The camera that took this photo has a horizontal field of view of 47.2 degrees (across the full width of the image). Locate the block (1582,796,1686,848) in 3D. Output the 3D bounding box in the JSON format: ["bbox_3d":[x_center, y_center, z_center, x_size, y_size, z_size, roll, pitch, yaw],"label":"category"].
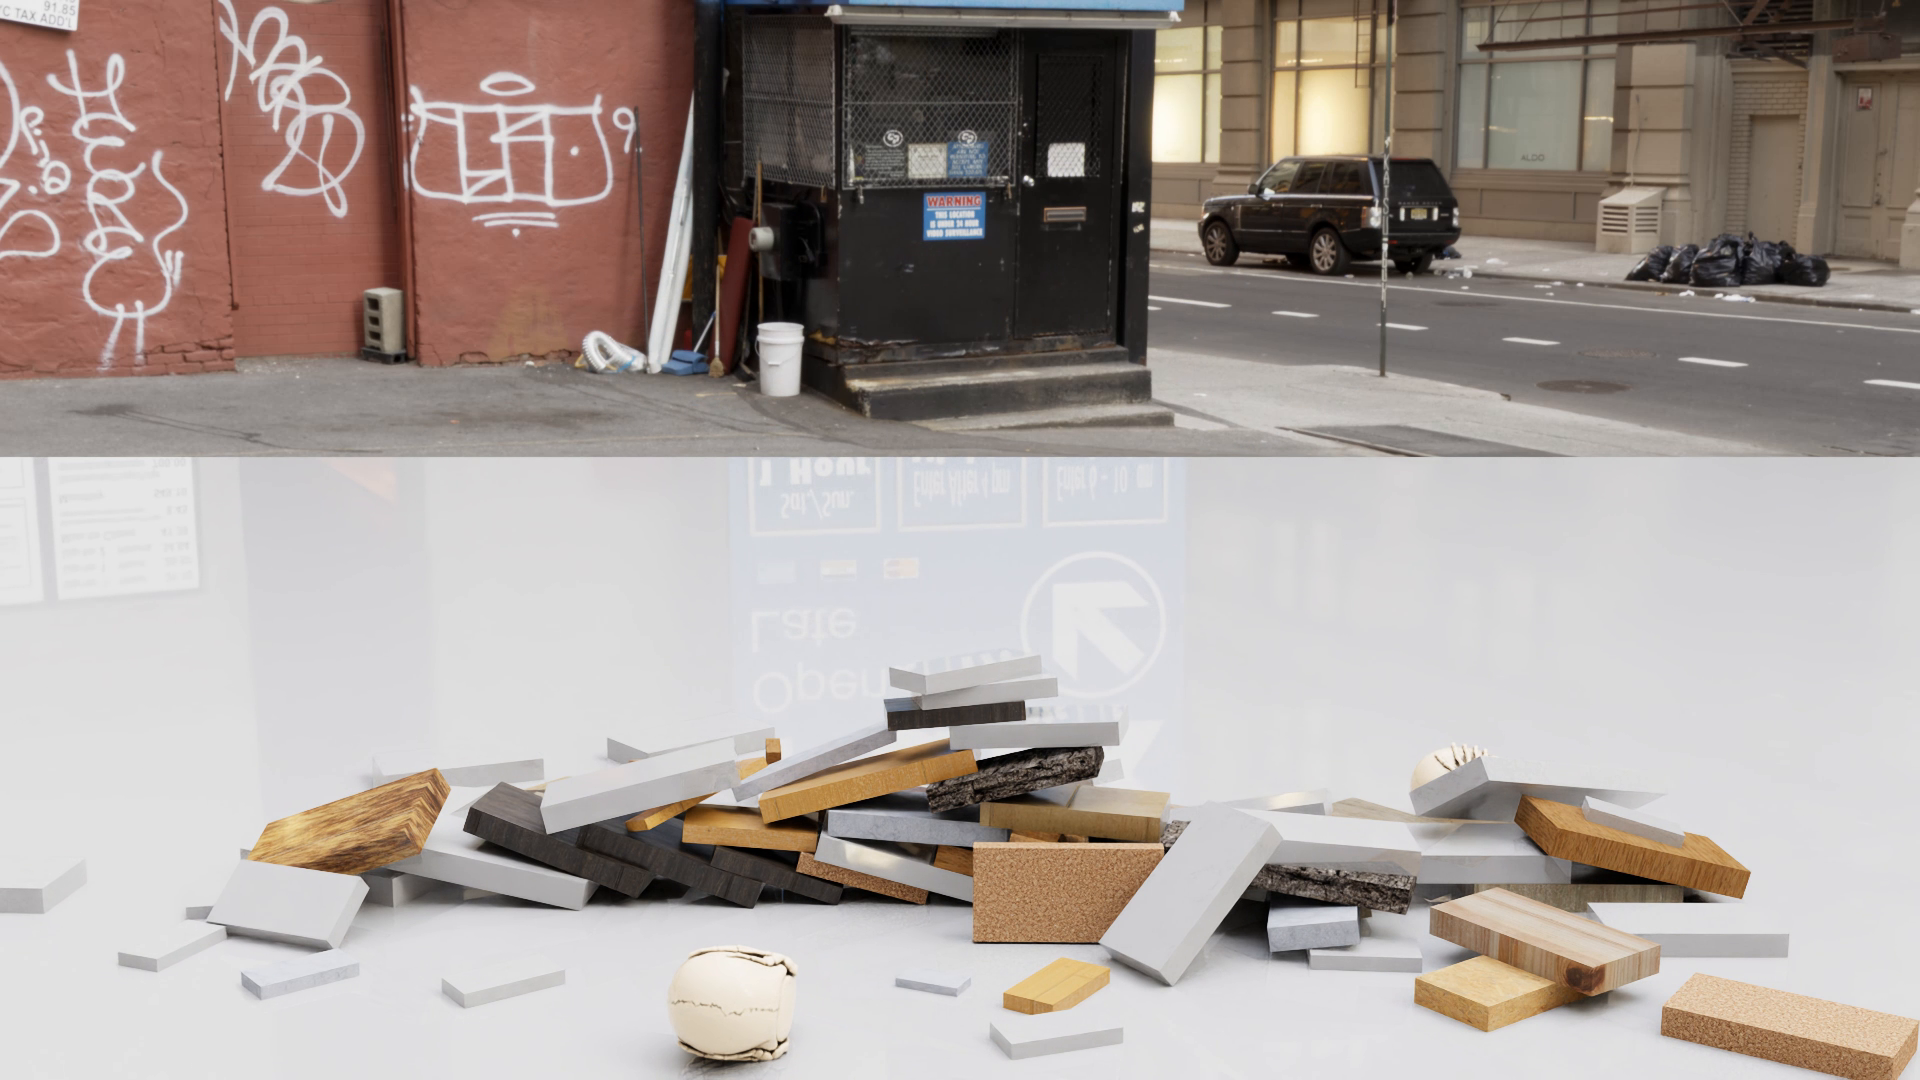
[{"bbox_3d":[1.115,0.467,3.645,0.158,0.022,0.079,16,10,8],"label":"block"}]

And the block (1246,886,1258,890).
[{"bbox_3d":[0.510,0.536,3.655,0.079,0.022,0.318,-7,1,28],"label":"block"}]

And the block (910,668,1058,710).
[{"bbox_3d":[0.039,0.243,3.620,0.225,0.032,0.113,-5,7,-10],"label":"block"}]

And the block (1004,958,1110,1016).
[{"bbox_3d":[0.143,0.659,3.235,0.084,0.024,0.167,7,12,32],"label":"block"}]

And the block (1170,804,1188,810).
[{"bbox_3d":[0.283,0.505,4.026,0.265,0.037,0.132,7,12,31],"label":"block"}]

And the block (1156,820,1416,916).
[{"bbox_3d":[0.517,0.517,3.491,0.399,0.041,0.145,8,11,16],"label":"block"}]

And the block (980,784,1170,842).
[{"bbox_3d":[0.189,0.438,3.578,0.290,0.041,0.145,4,10,12],"label":"block"}]

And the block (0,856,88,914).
[{"bbox_3d":[-1.636,0.571,3.655,0.307,0.043,0.153,1,11,4],"label":"block"}]

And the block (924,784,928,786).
[{"bbox_3d":[-0.134,0.441,4.069,0.347,0.025,0.089,3,-8,-9],"label":"block"}]

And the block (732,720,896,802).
[{"bbox_3d":[-0.243,0.369,3.695,0.285,0.026,0.090,-21,6,0],"label":"block"}]

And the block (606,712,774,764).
[{"bbox_3d":[-0.549,0.414,4.499,0.307,0.043,0.153,-9,14,-39],"label":"block"}]

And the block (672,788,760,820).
[{"bbox_3d":[-0.514,0.463,3.849,0.321,0.046,0.161,1,13,-4],"label":"block"}]

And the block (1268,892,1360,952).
[{"bbox_3d":[0.563,0.580,3.481,0.136,0.039,0.273,-7,8,12],"label":"block"}]

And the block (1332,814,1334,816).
[{"bbox_3d":[0.560,0.495,3.761,0.148,0.042,0.297,-8,1,-2],"label":"block"}]

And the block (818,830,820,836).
[{"bbox_3d":[-0.179,0.517,3.913,0.074,0.021,0.221,-7,-2,44],"label":"block"}]

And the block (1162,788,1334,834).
[{"bbox_3d":[0.474,0.466,3.684,0.288,0.041,0.144,-10,1,14],"label":"block"}]

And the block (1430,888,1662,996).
[{"bbox_3d":[0.872,0.598,3.295,0.153,0.043,0.307,-7,13,-35],"label":"block"}]

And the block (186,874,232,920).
[{"bbox_3d":[-1.222,0.587,3.624,0.076,0.022,0.152,-2,11,-9],"label":"block"}]

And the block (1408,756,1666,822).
[{"bbox_3d":[1.005,0.438,3.797,0.555,0.043,0.153,9,-34,-42],"label":"block"}]

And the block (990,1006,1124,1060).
[{"bbox_3d":[0.135,0.688,3.075,0.167,0.024,0.084,-4,11,-20],"label":"block"}]

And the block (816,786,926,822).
[{"bbox_3d":[-0.090,0.480,3.905,0.452,0.046,0.161,10,10,-6],"label":"block"}]

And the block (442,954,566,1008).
[{"bbox_3d":[-0.677,0.654,3.264,0.161,0.023,0.081,-8,13,-36],"label":"block"}]

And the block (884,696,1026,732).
[{"bbox_3d":[-0.010,0.279,3.616,0.225,0.032,0.113,-4,7,-5],"label":"block"}]

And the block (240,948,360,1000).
[{"bbox_3d":[-0.987,0.649,3.291,0.152,0.022,0.076,-8,13,-38],"label":"block"}]

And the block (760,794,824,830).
[{"bbox_3d":[-0.365,0.482,3.998,0.293,0.041,0.146,1,10,3],"label":"block"}]

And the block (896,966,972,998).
[{"bbox_3d":[-0.040,0.657,3.271,0.101,0.014,0.050,5,12,24],"label":"block"}]

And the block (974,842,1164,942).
[{"bbox_3d":[0.170,0.553,3.452,0.297,0.149,0.042,0,4,1],"label":"block"}]

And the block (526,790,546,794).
[{"bbox_3d":[-0.703,0.485,4.054,0.267,0.033,0.116,1,5,-26],"label":"block"}]

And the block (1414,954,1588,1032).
[{"bbox_3d":[0.813,0.651,3.233,0.273,0.039,0.136,-8,13,-36],"label":"block"}]

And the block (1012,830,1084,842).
[{"bbox_3d":[0.089,0.479,3.856,0.288,0.041,0.144,13,10,8],"label":"block"}]

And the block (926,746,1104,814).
[{"bbox_3d":[0.092,0.379,3.580,0.276,0.039,0.138,-14,6,10],"label":"block"}]

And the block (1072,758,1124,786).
[{"bbox_3d":[0.154,0.450,4.044,0.265,0.037,0.132,-15,-7,28],"label":"block"}]

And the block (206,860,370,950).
[{"bbox_3d":[-1.062,0.576,3.474,0.232,0.033,0.116,4,50,21],"label":"block"}]

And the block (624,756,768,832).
[{"bbox_3d":[-0.438,0.423,3.668,0.258,0.018,0.063,-26,7,-40],"label":"block"}]

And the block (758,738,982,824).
[{"bbox_3d":[-0.147,0.393,3.651,0.362,0.039,0.138,-14,6,5],"label":"block"}]
